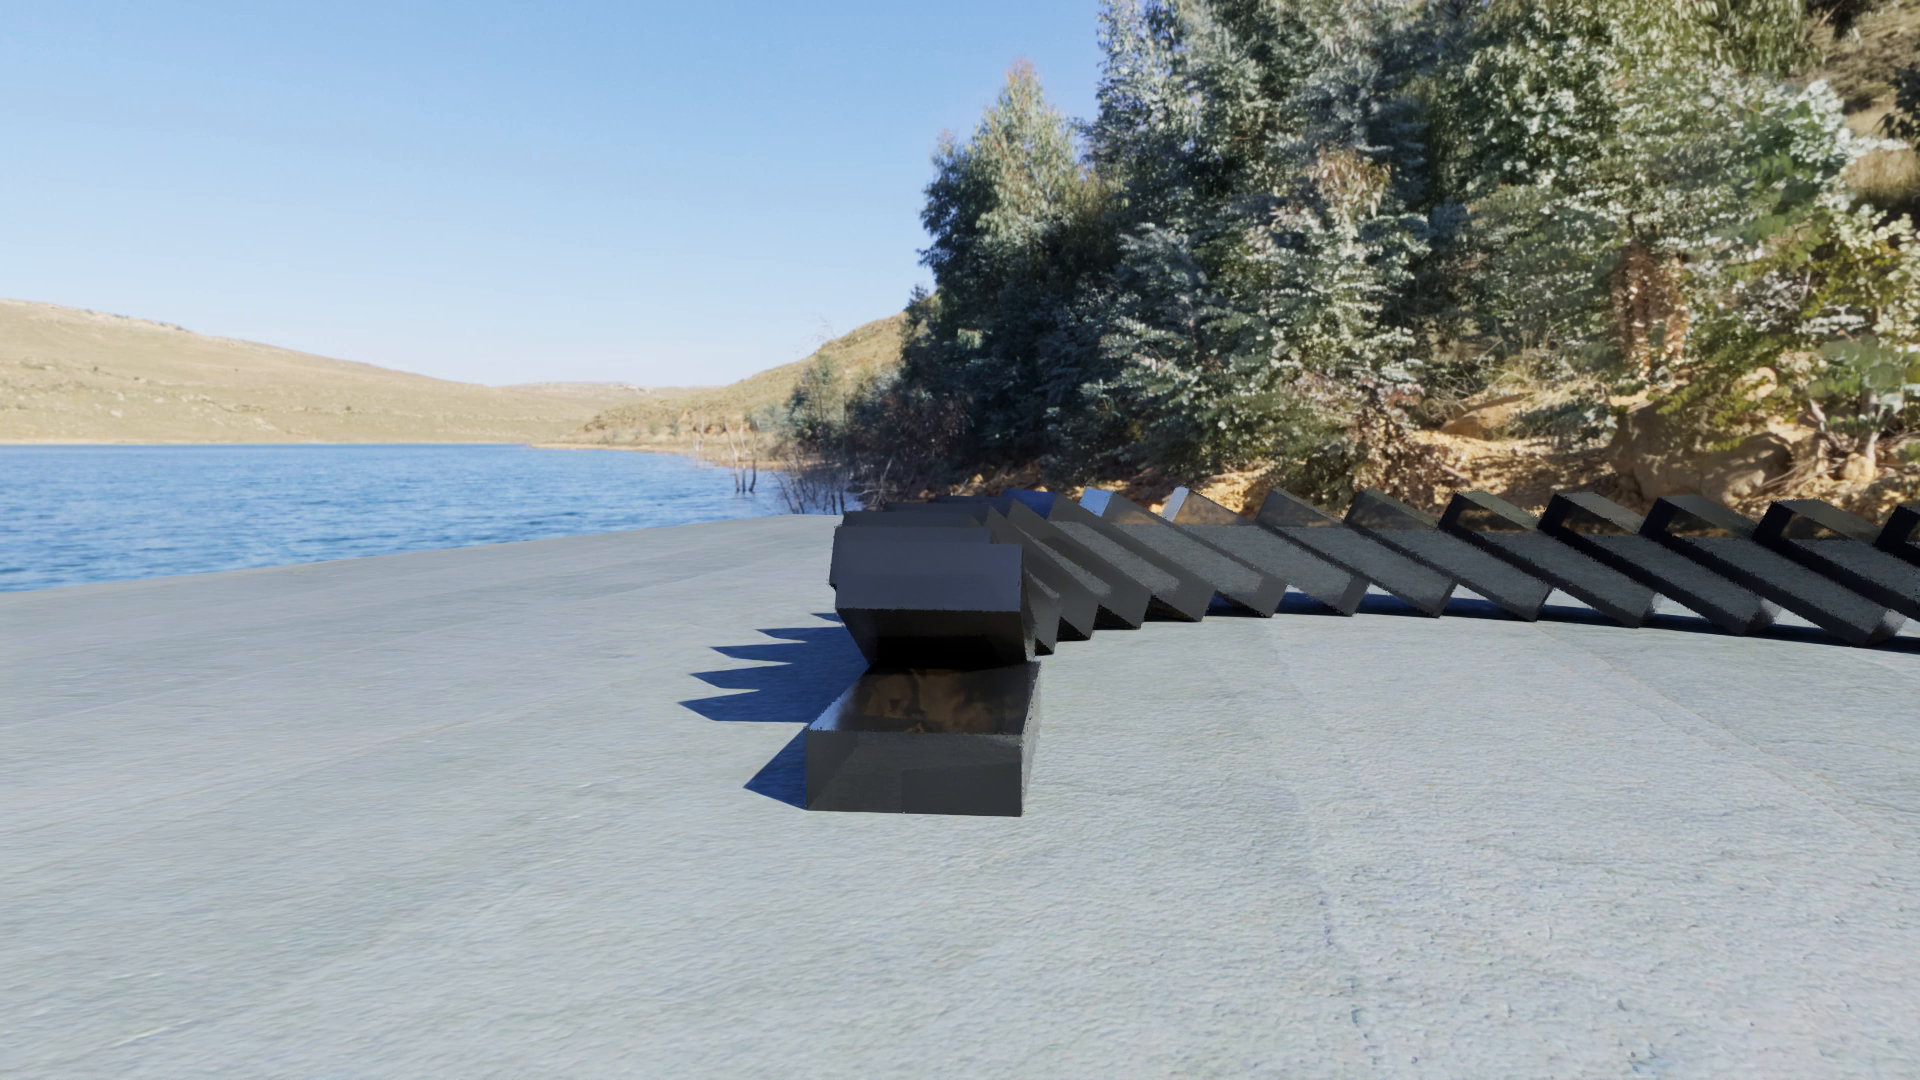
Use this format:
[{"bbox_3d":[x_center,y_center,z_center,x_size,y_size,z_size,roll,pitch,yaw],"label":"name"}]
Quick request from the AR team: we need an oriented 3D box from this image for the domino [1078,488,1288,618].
[{"bbox_3d":[0.054,0.003,0.322,0.050,0.009,0.025,27,0,-10],"label":"domino"}]

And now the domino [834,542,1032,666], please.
[{"bbox_3d":[-0.002,0.013,0.197,0.025,0.010,0.050,1,-20,5],"label":"domino"}]

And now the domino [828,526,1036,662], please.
[{"bbox_3d":[-0.003,0.011,0.221,0.025,0.010,0.050,0,-20,12],"label":"domino"}]

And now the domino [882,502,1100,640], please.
[{"bbox_3d":[0.007,0.007,0.268,0.025,0.009,0.050,3,-22,34],"label":"domino"}]

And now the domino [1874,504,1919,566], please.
[{"bbox_3d":[0.215,0.008,0.256,0.025,0.009,0.050,-3,30,-34],"label":"domino"}]

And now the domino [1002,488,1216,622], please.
[{"bbox_3d":[0.034,0.004,0.308,0.050,0.010,0.025,29,-9,-26],"label":"domino"}]

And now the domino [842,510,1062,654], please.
[{"bbox_3d":[-0.001,0.009,0.246,0.025,0.009,0.050,2,-21,25],"label":"domino"}]

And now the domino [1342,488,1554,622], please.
[{"bbox_3d":[0.124,0.003,0.324,0.050,0.009,0.025,30,16,20],"label":"domino"}]

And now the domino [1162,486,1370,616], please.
[{"bbox_3d":[0.077,0.002,0.328,0.050,0.009,0.025,27,5,0],"label":"domino"}]

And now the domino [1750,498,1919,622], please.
[{"bbox_3d":[0.200,0.007,0.273,0.025,0.010,0.050,-3,31,-38],"label":"domino"}]

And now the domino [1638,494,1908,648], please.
[{"bbox_3d":[0.184,0.006,0.290,0.025,0.009,0.050,-4,31,-41],"label":"domino"}]

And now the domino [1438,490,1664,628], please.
[{"bbox_3d":[0.146,0.004,0.317,0.050,0.009,0.025,33,22,30],"label":"domino"}]

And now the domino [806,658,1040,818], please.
[{"bbox_3d":[-0.003,0.025,0.172,0.025,0.009,0.050,0,4,6],"label":"domino"}]

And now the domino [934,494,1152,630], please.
[{"bbox_3d":[0.018,0.005,0.290,0.050,0.009,0.025,32,-17,-38],"label":"domino"}]

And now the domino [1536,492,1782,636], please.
[{"bbox_3d":[0.167,0.004,0.305,0.025,0.010,0.050,-3,31,-44],"label":"domino"}]

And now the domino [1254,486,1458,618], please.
[{"bbox_3d":[0.101,0.002,0.330,0.050,0.009,0.025,29,12,14],"label":"domino"}]
